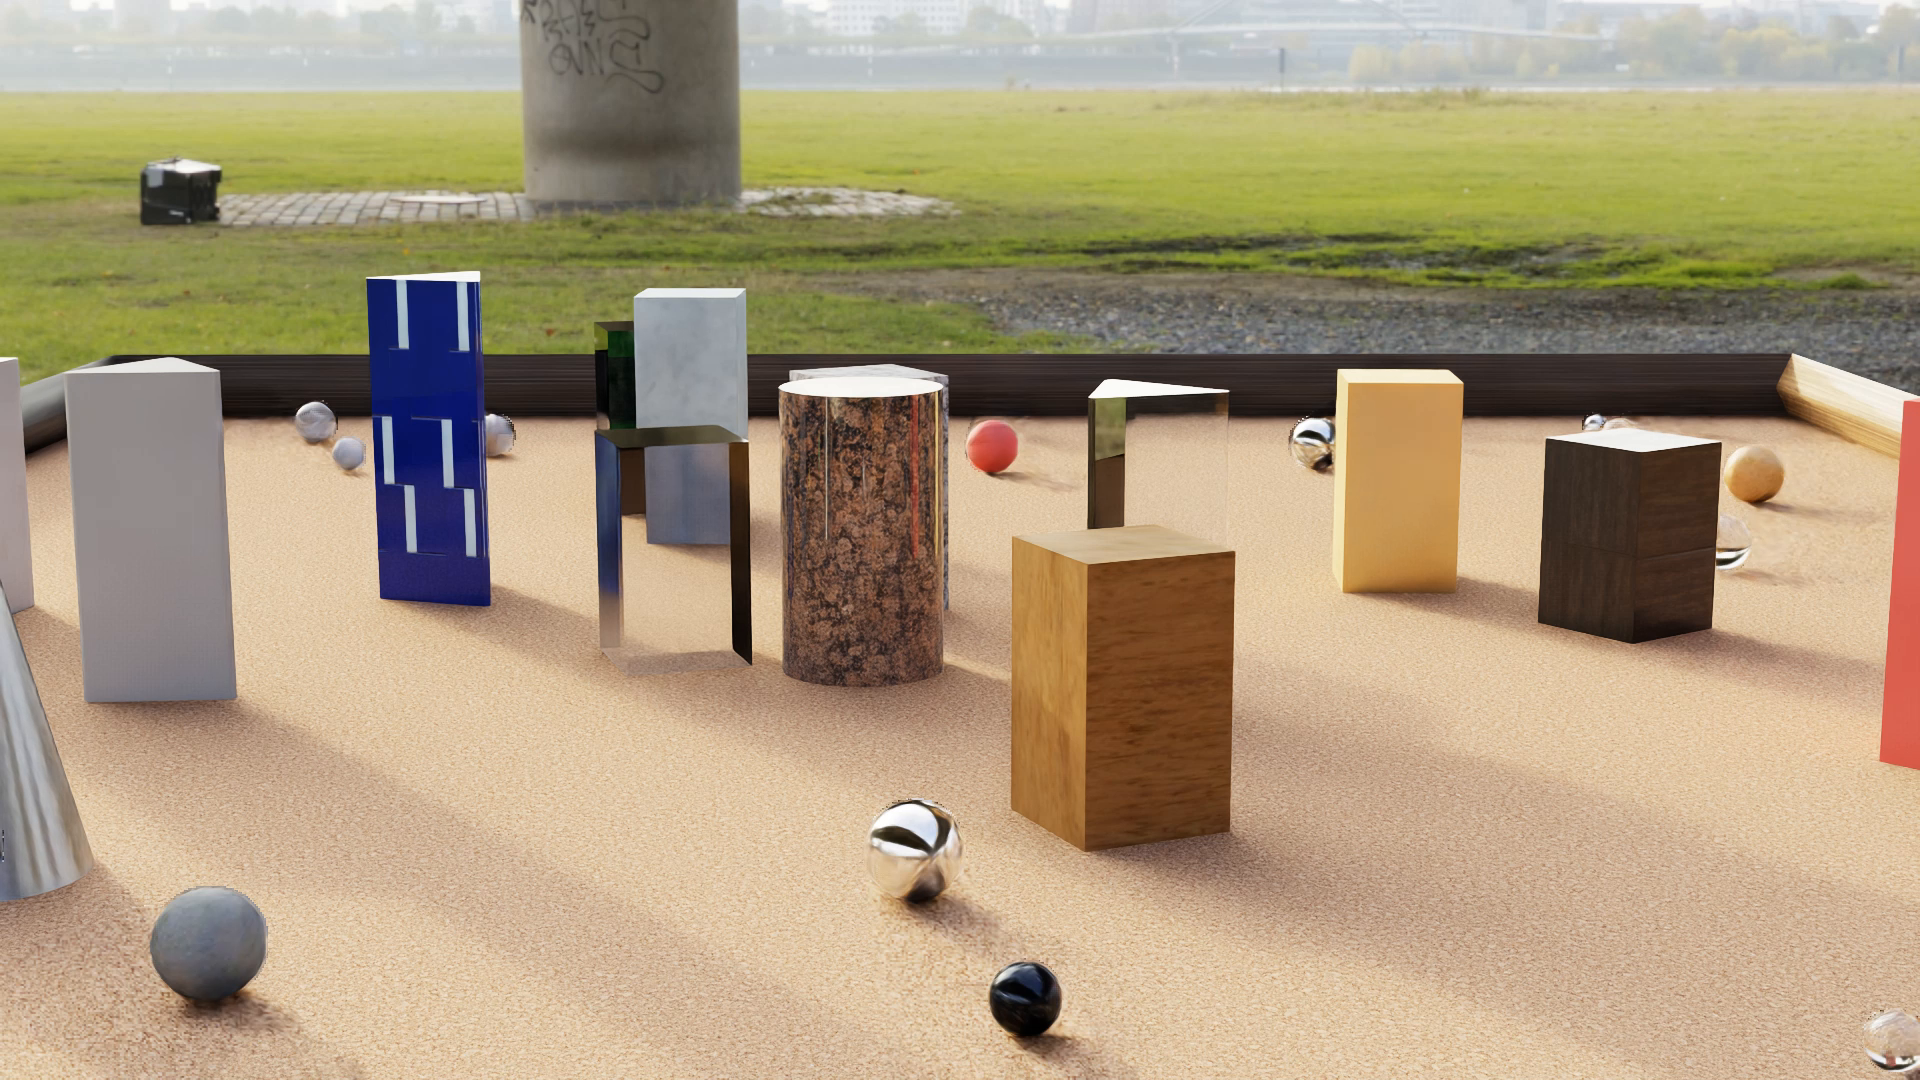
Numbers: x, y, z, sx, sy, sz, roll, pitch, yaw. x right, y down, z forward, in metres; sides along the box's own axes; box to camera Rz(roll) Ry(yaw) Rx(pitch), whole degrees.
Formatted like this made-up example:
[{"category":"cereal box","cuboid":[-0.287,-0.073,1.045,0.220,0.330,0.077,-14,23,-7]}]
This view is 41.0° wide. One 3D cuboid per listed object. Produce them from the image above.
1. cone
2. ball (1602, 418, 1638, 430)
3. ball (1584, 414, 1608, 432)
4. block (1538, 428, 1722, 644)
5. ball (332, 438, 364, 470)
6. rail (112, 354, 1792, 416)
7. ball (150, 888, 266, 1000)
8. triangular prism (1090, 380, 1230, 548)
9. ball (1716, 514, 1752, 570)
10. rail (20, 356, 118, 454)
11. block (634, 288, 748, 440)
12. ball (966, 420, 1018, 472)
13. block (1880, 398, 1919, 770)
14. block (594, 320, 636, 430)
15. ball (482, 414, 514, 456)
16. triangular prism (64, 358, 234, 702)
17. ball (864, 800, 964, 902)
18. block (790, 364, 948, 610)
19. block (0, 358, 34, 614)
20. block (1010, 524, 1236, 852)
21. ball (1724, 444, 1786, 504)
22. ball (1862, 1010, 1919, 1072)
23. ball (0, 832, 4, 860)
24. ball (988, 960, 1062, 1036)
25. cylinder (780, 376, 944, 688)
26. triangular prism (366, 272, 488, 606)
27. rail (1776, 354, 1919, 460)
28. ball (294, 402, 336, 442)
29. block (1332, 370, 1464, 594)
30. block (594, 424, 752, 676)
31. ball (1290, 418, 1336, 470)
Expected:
[{"category":"cone","cuboid":[-0.895,0.101,2.307,0.197,0.413,0.197,0,10,0]},{"category":"ball","cuboid":[1.245,-0.195,4.840,0.071,0.071,0.071,0,10,0]},{"category":"ball","cuboid":[1.255,-0.224,5.063,0.047,0.047,0.047,0,10,0]},{"category":"block","cuboid":[0.874,-0.009,3.353,0.158,0.247,0.158,-7,13,-35]},{"category":"ball","cuboid":[-1.113,-0.157,4.669,0.058,0.058,0.058,0,10,0]},{"category":"rail","cuboid":[-0.011,-0.322,5.363,3.520,0.128,0.045,0,10,0]},{"category":"ball","cuboid":[-0.592,0.318,2.024,0.088,0.088,0.088,0,10,0]},{"category":"triangular prism","cuboid":[0.201,0.002,2.981,0.171,0.362,0.148,-4,11,-20]},{"category":"ball","cuboid":[1.114,0.003,3.745,0.080,0.080,0.080,0,10,0]},{"category":"rail","cuboid":[-1.736,0.035,3.439,0.045,0.128,3.940,0,10,0]},{"category":"block","cuboid":[-0.421,-0.203,4.049,0.158,0.375,0.158,0,10,1]},{"category":"ball","cuboid":[0.059,-0.169,4.639,0.094,0.094,0.094,0,10,0]},{"category":"block","cuboid":[1.085,0.046,2.677,0.158,0.385,0.158,-9,14,-41]},{"category":"block","cuboid":[-0.523,-0.214,4.321,0.158,0.297,0.158,-3,11,-16]},{"category":"ball","cuboid":[-0.882,-0.198,4.838,0.077,0.077,0.077,0,10,0]},{"category":"triangular prism","cuboid":[-0.935,-0.016,3.018,0.171,0.383,0.148,-1,11,-4]},{"category":"ball","cuboid":[-0.040,0.274,2.262,0.088,0.088,0.088,0,10,0]},{"category":"block","cuboid":[-0.123,-0.068,3.475,0.158,0.318,0.158,-6,12,-30]},{"category":"block","cuboid":[-1.350,-0.065,3.405,0.158,0.339,0.158,1,11,6]},{"category":"block","cuboid":[0.155,0.138,2.482,0.158,0.275,0.158,-5,12,-24]},{"category":"ball","cuboid":[1.335,-0.111,4.313,0.098,0.098,0.098,0,10,0]},{"category":"ball","cuboid":[0.685,0.367,1.879,0.044,0.044,0.044,0,10,0]},{"category":"ball","cuboid":[-0.868,0.265,2.205,0.086,0.086,0.086,0,10,0]},{"category":"ball","cuboid":[0.050,0.348,1.947,0.057,0.057,0.057,0,10,0]},{"category":"cylinder","cuboid":[-0.118,-0.014,3.107,0.197,0.346,0.197,0,10,0]},{"category":"triangular prism","cuboid":[-0.699,-0.145,3.552,0.171,0.442,0.148,4,11,19]},{"category":"rail","cuboid":[1.736,0.031,3.459,0.045,0.128,3.940,0,10,0]},{"category":"ball","cuboid":[-1.259,-0.230,5.011,0.078,0.078,0.078,0,10,0]},{"category":"block","cuboid":[0.618,-0.085,3.633,0.158,0.295,0.158,1,11,3]},{"category":"block","cuboid":[-0.355,0.009,3.169,0.158,0.278,0.158,-4,11,-19]},{"category":"ball","cuboid":[0.649,-0.176,4.673,0.095,0.095,0.095,0,10,0]}]
